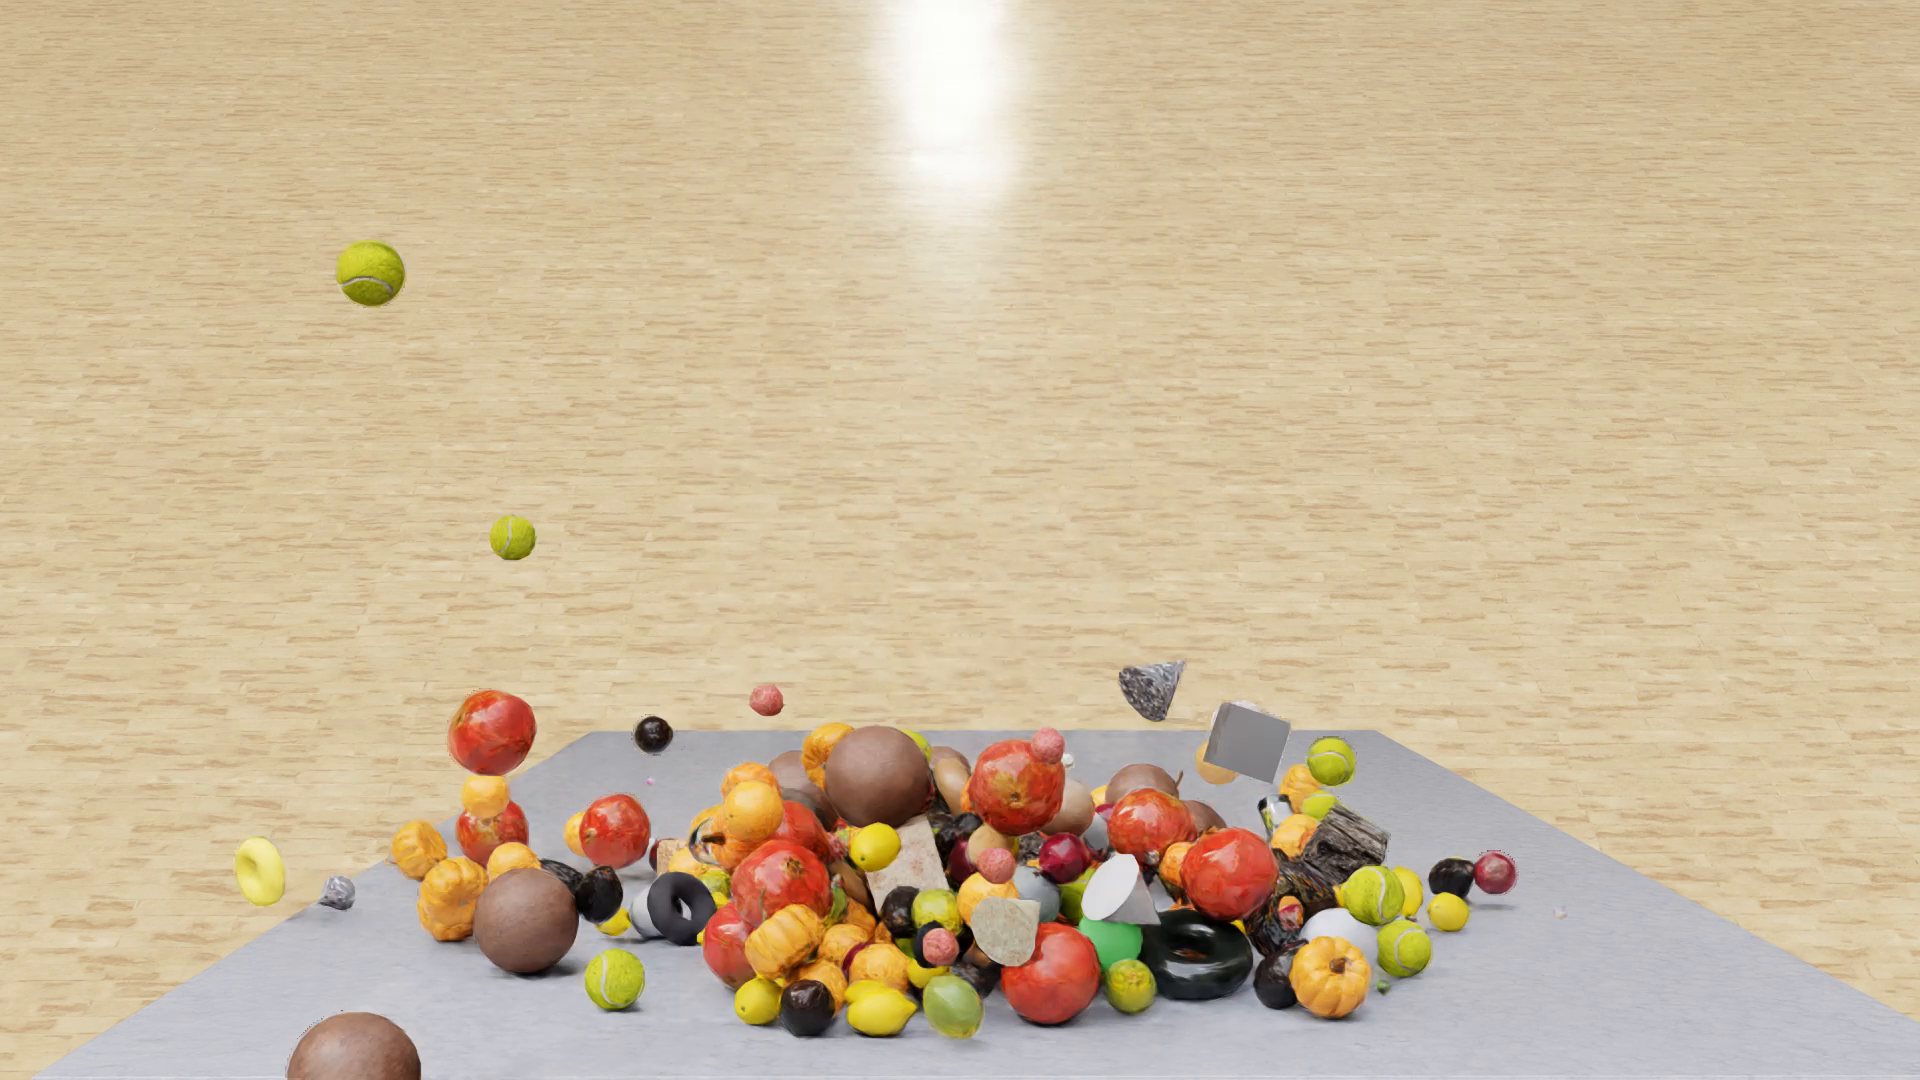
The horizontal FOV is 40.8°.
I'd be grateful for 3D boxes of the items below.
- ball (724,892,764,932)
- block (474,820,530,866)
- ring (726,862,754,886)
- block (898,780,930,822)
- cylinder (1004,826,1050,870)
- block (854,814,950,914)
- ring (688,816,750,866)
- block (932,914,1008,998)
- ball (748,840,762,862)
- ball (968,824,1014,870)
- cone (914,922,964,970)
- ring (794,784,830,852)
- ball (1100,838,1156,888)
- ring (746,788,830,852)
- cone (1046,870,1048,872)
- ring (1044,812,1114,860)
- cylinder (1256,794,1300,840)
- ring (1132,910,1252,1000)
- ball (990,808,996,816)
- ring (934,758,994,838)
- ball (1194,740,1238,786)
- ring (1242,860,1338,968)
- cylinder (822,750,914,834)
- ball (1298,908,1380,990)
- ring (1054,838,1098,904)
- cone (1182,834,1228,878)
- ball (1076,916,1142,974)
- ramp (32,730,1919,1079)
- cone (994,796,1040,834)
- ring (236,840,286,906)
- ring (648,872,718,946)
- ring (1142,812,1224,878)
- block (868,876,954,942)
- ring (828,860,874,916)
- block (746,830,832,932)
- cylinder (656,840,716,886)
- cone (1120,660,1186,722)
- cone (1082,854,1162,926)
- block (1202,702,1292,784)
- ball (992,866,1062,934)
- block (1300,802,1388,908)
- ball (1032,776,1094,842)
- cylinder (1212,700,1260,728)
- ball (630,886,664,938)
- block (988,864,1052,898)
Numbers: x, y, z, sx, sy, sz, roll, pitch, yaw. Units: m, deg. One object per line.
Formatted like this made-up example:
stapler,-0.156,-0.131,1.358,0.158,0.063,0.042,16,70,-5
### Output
ball,-0.292,0.501,3.488,0.054,0.054,0.054,0,28,0
block,-0.739,0.488,4.165,0.064,0.064,0.064,0,1,27
ring,-0.318,0.510,3.942,0.079,0.026,0.079,1,2,0
block,-0.104,0.459,4.373,0.080,0.080,0.080,-5,63,17
cylinder,0.075,0.464,3.692,0.092,0.092,0.092,4,64,-8
block,-0.071,0.396,3.159,0.091,0.091,0.091,-17,0,-4
ring,-0.328,0.411,3.527,0.088,0.088,0.029,-7,43,-13
block,0.011,0.489,3.033,0.064,0.064,0.064,2,46,50
ball,-0.274,0.454,3.863,0.088,0.088,0.088,0,28,0
ball,0.036,0.367,3.082,0.055,0.055,0.055,0,28,0
cone,-0.014,0.453,2.857,0.054,0.054,0.054,-24,19,-38
ring,-0.246,0.457,4.223,0.041,0.123,0.123,-18,27,7
ball,0.247,0.480,3.804,0.084,0.084,0.084,0,28,0
ring,-0.233,0.386,3.493,0.120,0.120,0.040,7,33,13
cone,0.067,0.502,3.810,0.096,0.096,0.096,11,60,-19
ring,0.182,0.454,4.031,0.125,0.125,0.042,14,53,24
cylinder,0.545,0.473,4.423,0.057,0.057,0.057,-10,61,-19
ring,0.271,0.489,3.050,0.149,0.050,0.149,3,27,-1
ball,0.056,0.457,3.996,0.085,0.085,0.085,0,28,0
ring,0.006,0.352,3.503,0.042,0.127,0.127,-31,30,3
ball,0.492,0.422,4.915,0.091,0.091,0.091,0,28,0
ring,0.410,0.462,3.196,0.133,0.133,0.044,-16,-7,-27
cylinder,-0.128,0.357,3.592,0.092,0.092,0.092,-25,69,-39
ball,0.449,0.486,3.070,0.096,0.096,0.096,0,28,0
ring,0.164,0.448,3.474,0.039,0.117,0.117,-27,32,-3
cone,0.340,0.437,3.672,0.059,0.059,0.059,39,34,0
ball,0.174,0.466,3.017,0.078,0.078,0.078,0,28,0
ramp,0.063,0.563,4.603,2.000,0.100,4.000,0,1,0
cone,0.075,0.343,3.183,0.054,0.054,0.054,-1,27,14
ring,-0.971,0.461,3.585,0.098,0.098,0.033,24,35,38
ring,-0.365,0.484,3.394,0.104,0.035,0.104,28,43,-30
ring,0.343,0.471,3.990,0.146,0.146,0.049,30,82,44
block,-0.061,0.477,3.364,0.085,0.085,0.085,3,-6,21
ring,-0.139,0.440,3.268,0.027,0.080,0.080,-36,39,-16
block,-0.229,0.457,3.459,0.080,0.080,0.080,27,32,-16
cylinder,-0.412,0.487,3.890,0.071,0.071,0.071,-1,26,-24
cone,0.306,0.206,3.865,0.097,0.097,0.097,-36,42,-29
cone,0.204,0.424,2.987,0.089,0.089,0.089,39,16,-25
block,0.425,0.300,3.827,0.094,0.094,0.094,18,-3,-2
ball,0.079,0.426,3.058,0.082,0.082,0.082,0,28,0
block,0.537,0.442,3.623,0.089,0.089,0.089,31,22,3
ball,0.130,0.340,3.269,0.081,0.081,0.081,0,28,0
cylinder,0.474,0.310,4.434,0.062,0.062,0.062,-15,-6,-26
ball,-0.403,0.494,3.430,0.070,0.070,0.070,0,28,0
block,0.073,0.444,3.212,0.058,0.058,0.058,17,62,-20
